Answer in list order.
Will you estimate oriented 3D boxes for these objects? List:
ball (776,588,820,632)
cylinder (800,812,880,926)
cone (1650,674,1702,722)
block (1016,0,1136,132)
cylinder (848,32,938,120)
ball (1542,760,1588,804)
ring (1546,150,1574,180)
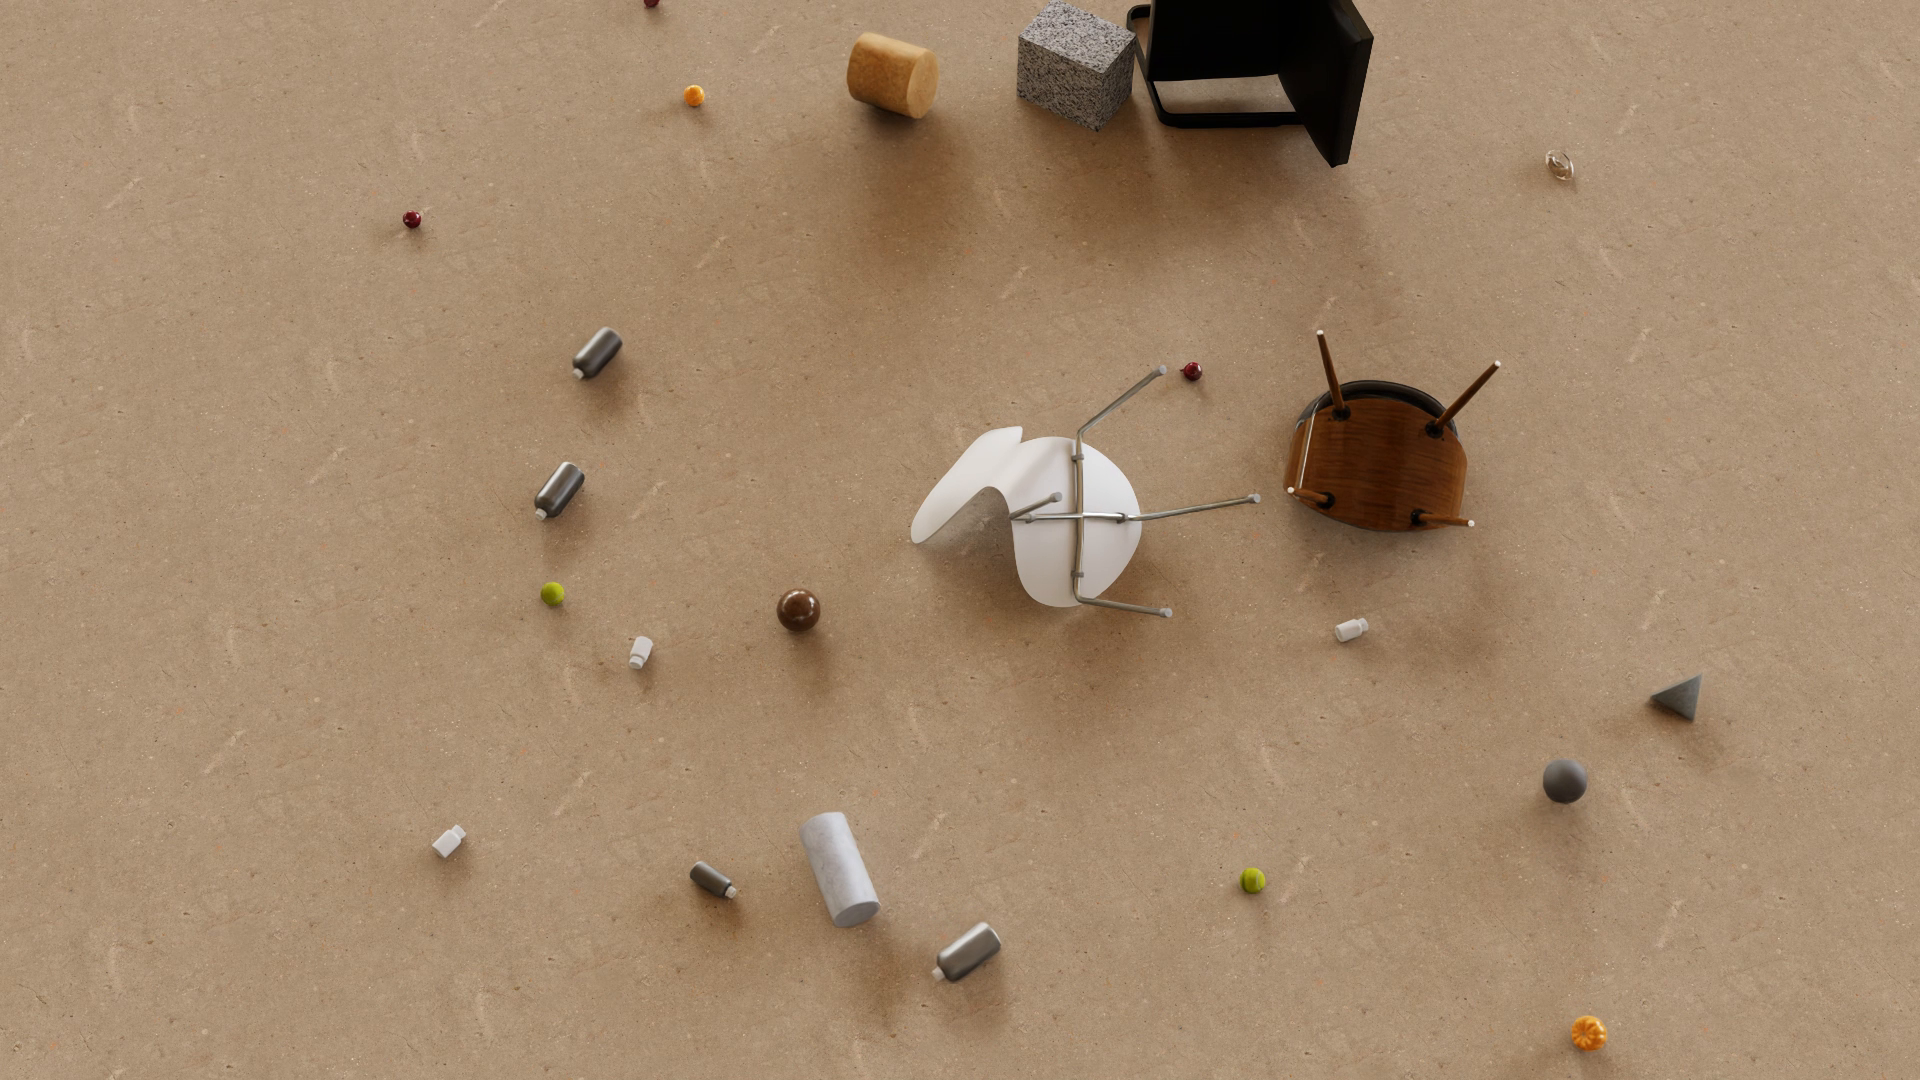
[{"bbox_3d":[-0.466,0.203,6.361,0.128,0.128,0.128,0,56,0],"label":"ball"},{"bbox_3d":[-0.323,0.883,5.904,0.132,0.128,0.282,-1,51,-34],"label":"cylinder"},{"bbox_3d":[2.053,0.465,6.235,0.171,0.098,0.115,-21,82,-13],"label":"cone"},{"bbox_3d":[0.395,-1.618,7.494,0.328,0.276,0.225,28,61,18],"label":"block"},{"bbox_3d":[-0.226,-1.572,7.447,0.223,0.322,0.224,20,87,13],"label":"cylinder"},{"bbox_3d":[1.664,0.666,6.055,0.120,0.120,0.120,0,56,0],"label":"ball"},{"bbox_3d":[2.019,-1.263,7.401,0.078,0.034,0.132,-19,59,-11],"label":"ring"}]
